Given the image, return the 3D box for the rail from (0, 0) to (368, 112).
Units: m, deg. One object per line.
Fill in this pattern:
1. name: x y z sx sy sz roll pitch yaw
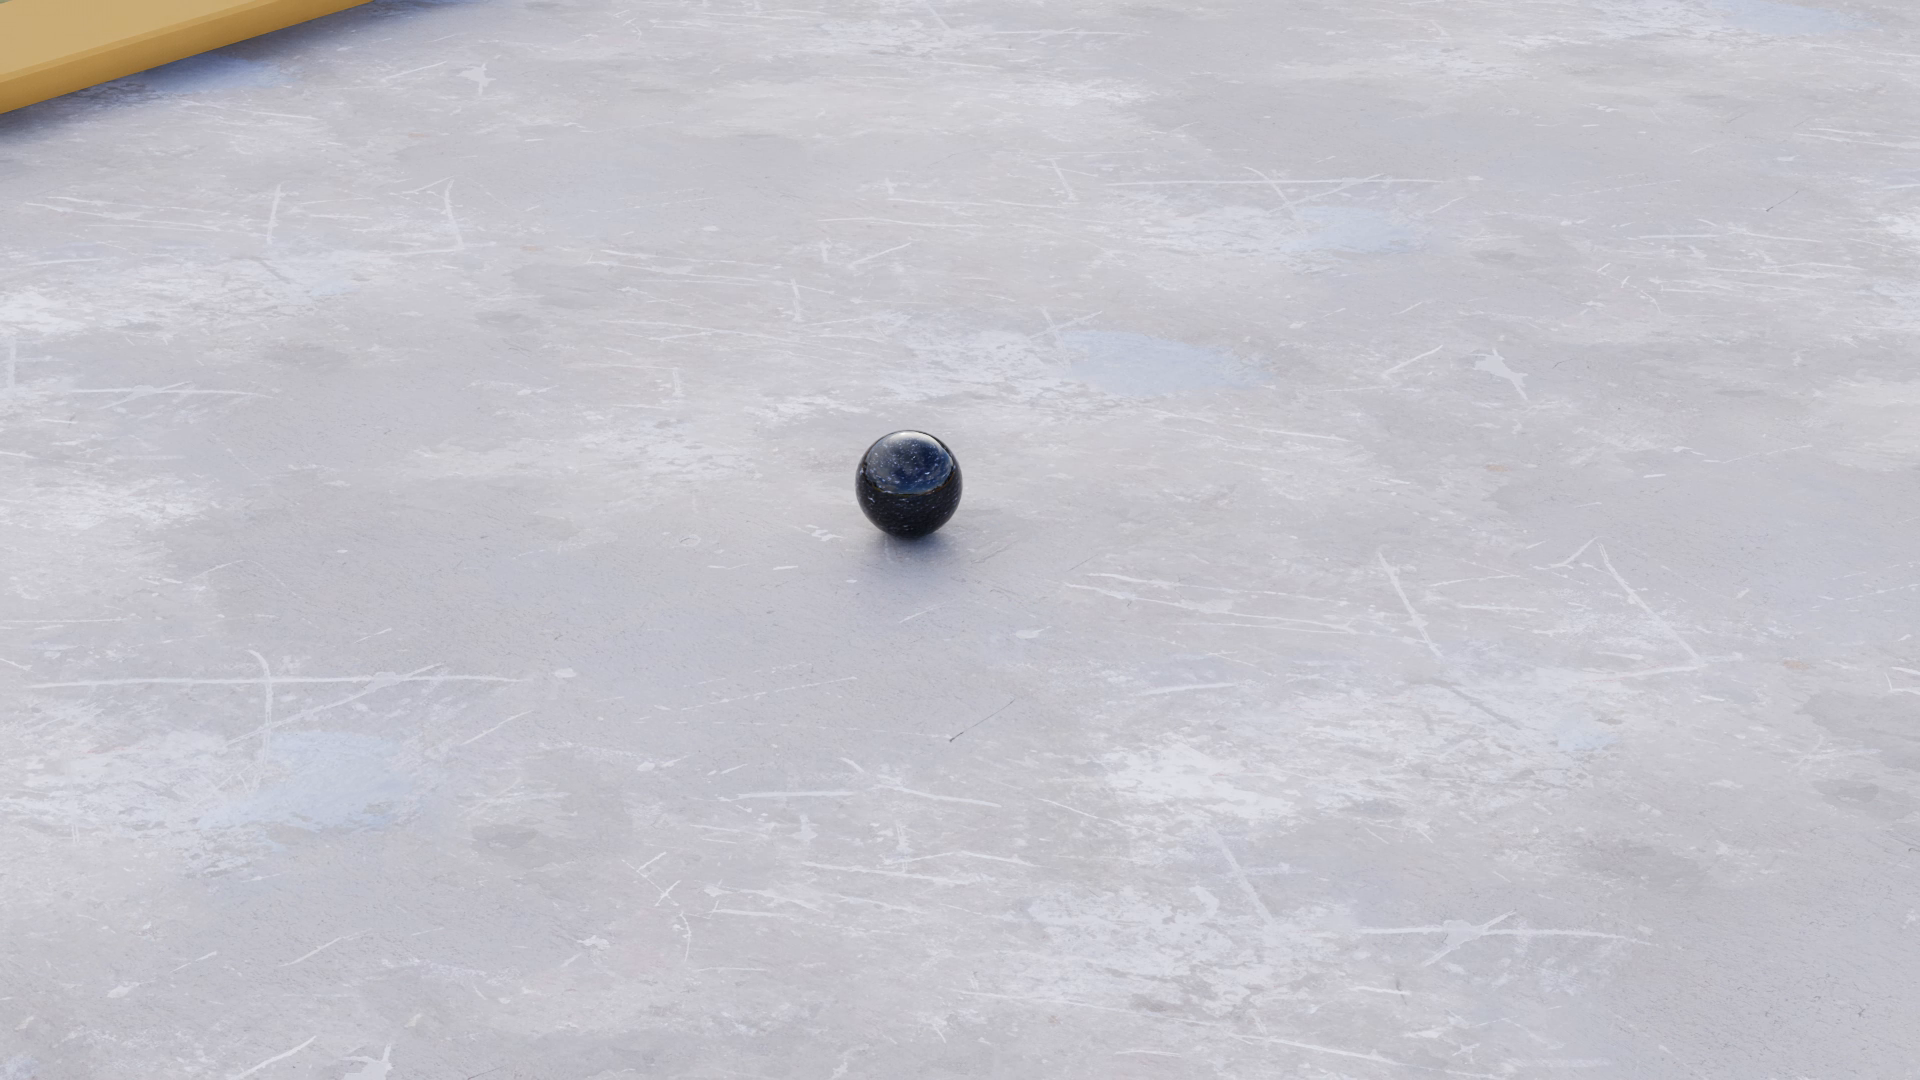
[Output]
1. rail: -0.198 -0.727 3.074 0.045 0.089 4.393 20 33 34

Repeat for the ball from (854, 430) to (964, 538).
1. ball: -0.031 -0.034 1.758 0.065 0.065 0.065 0 27 0
